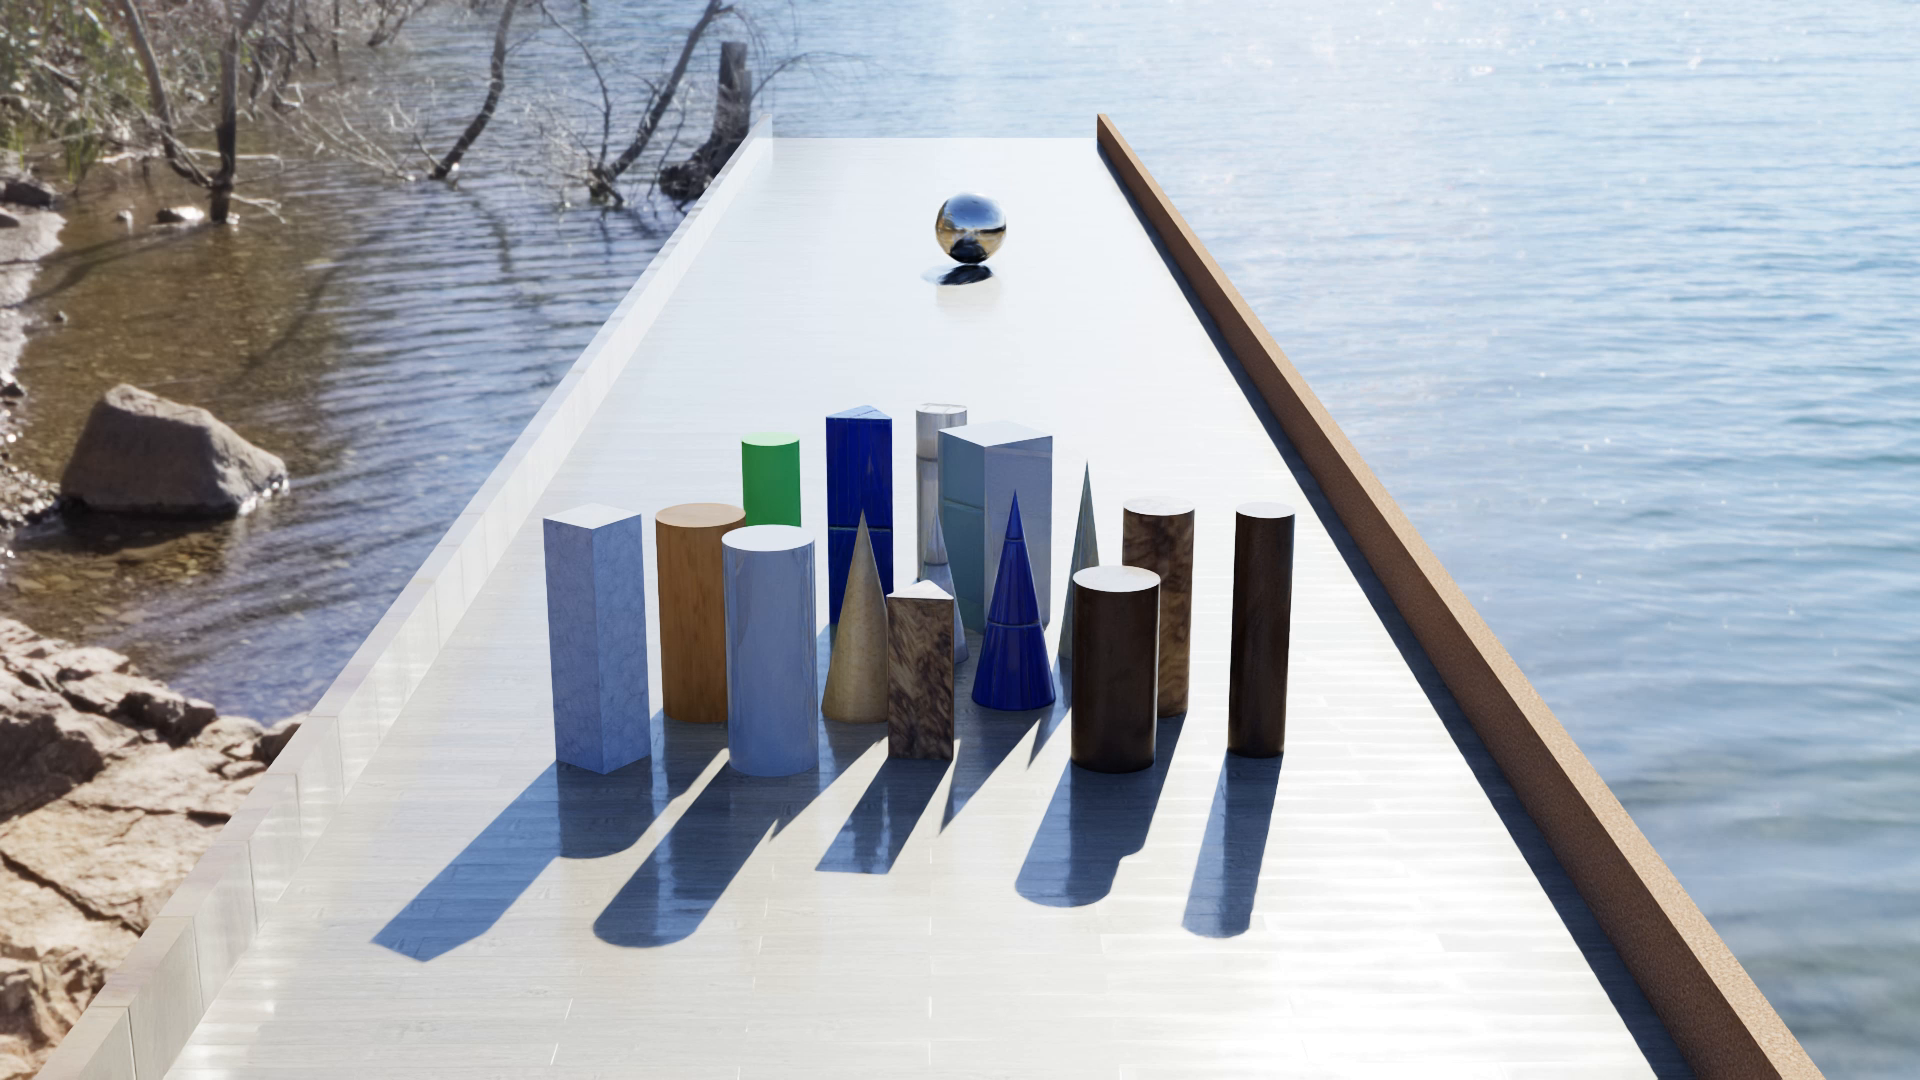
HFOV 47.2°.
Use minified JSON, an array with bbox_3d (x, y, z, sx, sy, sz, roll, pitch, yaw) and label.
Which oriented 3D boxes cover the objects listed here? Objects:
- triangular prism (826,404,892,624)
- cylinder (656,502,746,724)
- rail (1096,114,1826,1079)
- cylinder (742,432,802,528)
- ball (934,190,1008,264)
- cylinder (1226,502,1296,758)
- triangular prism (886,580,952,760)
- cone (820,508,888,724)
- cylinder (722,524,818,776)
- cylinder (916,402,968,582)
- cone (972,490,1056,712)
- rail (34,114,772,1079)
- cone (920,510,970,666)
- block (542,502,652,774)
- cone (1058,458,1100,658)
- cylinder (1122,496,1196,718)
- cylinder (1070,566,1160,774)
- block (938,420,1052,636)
[{"bbox_3d":[-0.201,-0.053,4.622,0.136,0.446,0.117,2,17,7],"label":"triangular prism"},{"bbox_3d":[-0.479,0.135,4.109,0.166,0.379,0.166,0,17,0],"label":"cylinder"},{"bbox_3d":[0.932,-0.844,7.801,0.050,0.150,12.000,0,17,-1],"label":"rail"},{"bbox_3d":[-0.374,0.014,4.397,0.115,0.446,0.115,0,17,0],"label":"cylinder"},{"bbox_3d":[0.046,-1.279,9.001,0.299,0.299,0.299,0,17,0],"label":"ball"},{"bbox_3d":[0.534,0.161,3.903,0.104,0.446,0.104,0,17,0],"label":"cylinder"},{"bbox_3d":[-0.064,0.230,3.924,0.116,0.301,0.101,2,17,7],"label":"triangular prism"},{"bbox_3d":[-0.179,0.129,4.103,0.168,0.394,0.168,0,17,0],"label":"cone"},{"bbox_3d":[-0.331,0.193,3.855,0.160,0.412,0.160,0,17,0],"label":"cylinder"},{"bbox_3d":[-0.041,-0.102,4.885,0.114,0.391,0.114,0,17,0],"label":"cylinder"},{"bbox_3d":[0.103,0.102,4.157,0.163,0.415,0.163,0,17,0],"label":"cone"},{"bbox_3d":[-1.118,-0.838,7.780,0.050,0.150,12.000,0,17,-1],"label":"rail"},{"bbox_3d":[-0.047,0.082,4.396,0.132,0.316,0.132,0,17,0],"label":"cone"},{"bbox_3d":[-0.636,0.172,3.863,0.119,0.447,0.119,12,20,34],"label":"block"},{"bbox_3d":[0.252,0.031,4.408,0.107,0.408,0.107,0,17,0],"label":"cone"},{"bbox_3d":[0.367,0.125,4.115,0.134,0.394,0.134,0,17,0],"label":"cylinder"},{"bbox_3d":[0.273,0.227,3.875,0.152,0.335,0.152,0,17,0],"label":"cylinder"},{"bbox_3d":[0.073,-0.029,4.615,0.171,0.404,0.171,-11,20,-32],"label":"block"}]
